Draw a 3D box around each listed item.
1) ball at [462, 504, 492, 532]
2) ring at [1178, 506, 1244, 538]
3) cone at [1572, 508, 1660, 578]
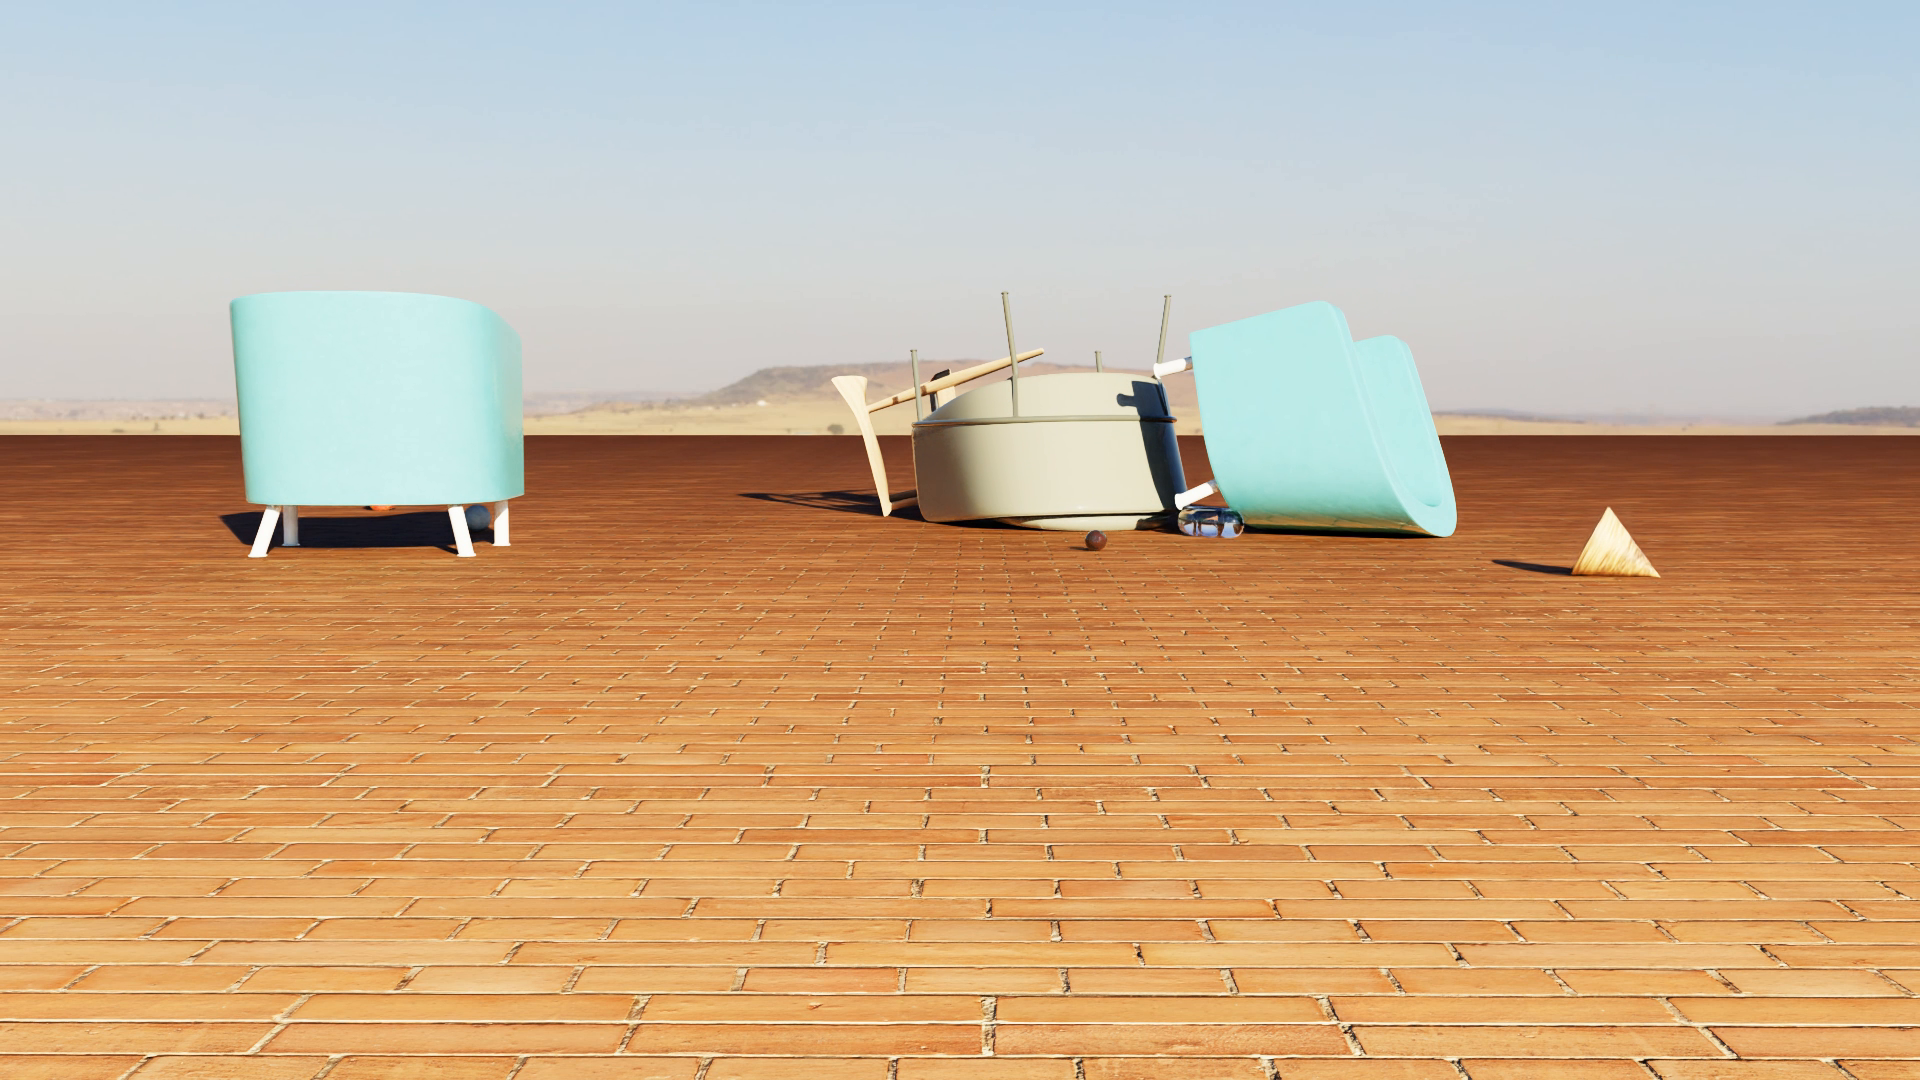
[{"bbox_3d":[-1.516,-0.068,6.902,0.087,0.087,0.087,0,4,0],"label":"ball"},{"bbox_3d":[0.766,-0.054,6.715,0.123,0.085,0.240,-4,7,-44],"label":"ring"},{"bbox_3d":[1.596,0.045,5.278,0.184,0.186,0.192,29,22,15],"label":"cone"}]
